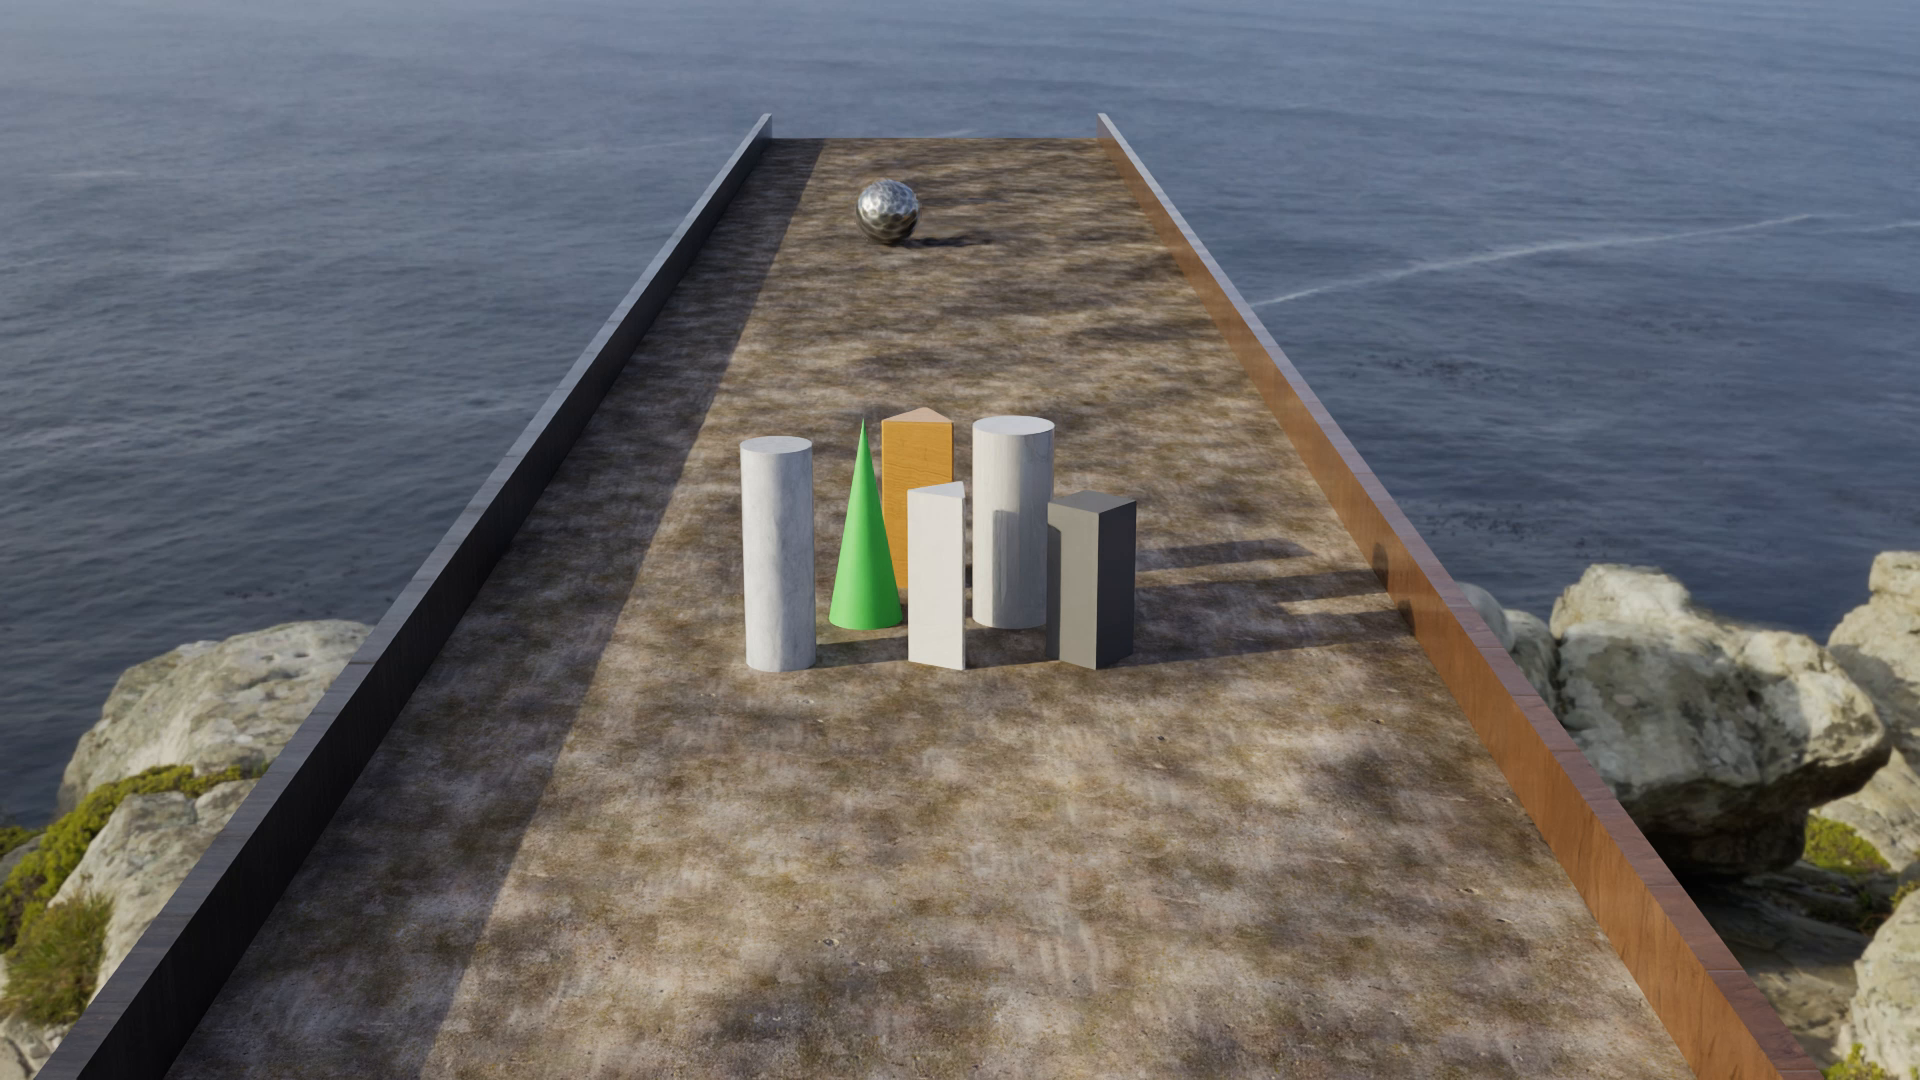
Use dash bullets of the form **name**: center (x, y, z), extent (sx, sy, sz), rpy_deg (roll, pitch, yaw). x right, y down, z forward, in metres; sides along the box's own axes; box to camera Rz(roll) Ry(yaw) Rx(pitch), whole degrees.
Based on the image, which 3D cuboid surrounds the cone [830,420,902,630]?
- **cone**: center (-0.200, -0.044, 4.609), extent (0.157, 0.436, 0.157), rpy_deg (0, 17, 0)

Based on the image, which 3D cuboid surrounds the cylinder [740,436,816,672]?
- **cylinder**: center (-0.359, 0.027, 4.352), extent (0.141, 0.446, 0.141), rpy_deg (0, 17, 0)

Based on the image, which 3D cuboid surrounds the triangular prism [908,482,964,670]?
- **triangular prism**: center (-0.023, 0.066, 4.383), extent (0.126, 0.354, 0.109), rpy_deg (8, 19, 26)

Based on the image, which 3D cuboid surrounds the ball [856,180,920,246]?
- **ball**: center (-0.310, -1.413, 9.490), extent (0.278, 0.278, 0.278), rpy_deg (0, 17, 0)

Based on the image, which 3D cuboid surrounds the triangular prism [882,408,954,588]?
- **triangular prism**: center (-0.085, -0.095, 4.881), extent (0.156, 0.378, 0.135), rpy_deg (2, 17, 6)

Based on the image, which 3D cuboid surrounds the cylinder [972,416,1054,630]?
- **cylinder**: center (0.111, -0.038, 4.622), extent (0.170, 0.418, 0.170), rpy_deg (0, 17, 0)

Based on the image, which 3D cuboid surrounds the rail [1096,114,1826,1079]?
- **rail**: center (0.932, -0.844, 7.801), extent (0.050, 0.150, 12.000), rpy_deg (0, 17, -1)

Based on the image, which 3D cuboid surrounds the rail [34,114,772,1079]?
- **rail**: center (-1.118, -0.838, 7.780), extent (0.050, 0.150, 12.000), rpy_deg (0, 17, -1)

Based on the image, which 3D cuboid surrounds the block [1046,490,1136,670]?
- **block**: center (0.262, 0.078, 4.398), extent (0.126, 0.323, 0.126), rpy_deg (14, 21, 38)
